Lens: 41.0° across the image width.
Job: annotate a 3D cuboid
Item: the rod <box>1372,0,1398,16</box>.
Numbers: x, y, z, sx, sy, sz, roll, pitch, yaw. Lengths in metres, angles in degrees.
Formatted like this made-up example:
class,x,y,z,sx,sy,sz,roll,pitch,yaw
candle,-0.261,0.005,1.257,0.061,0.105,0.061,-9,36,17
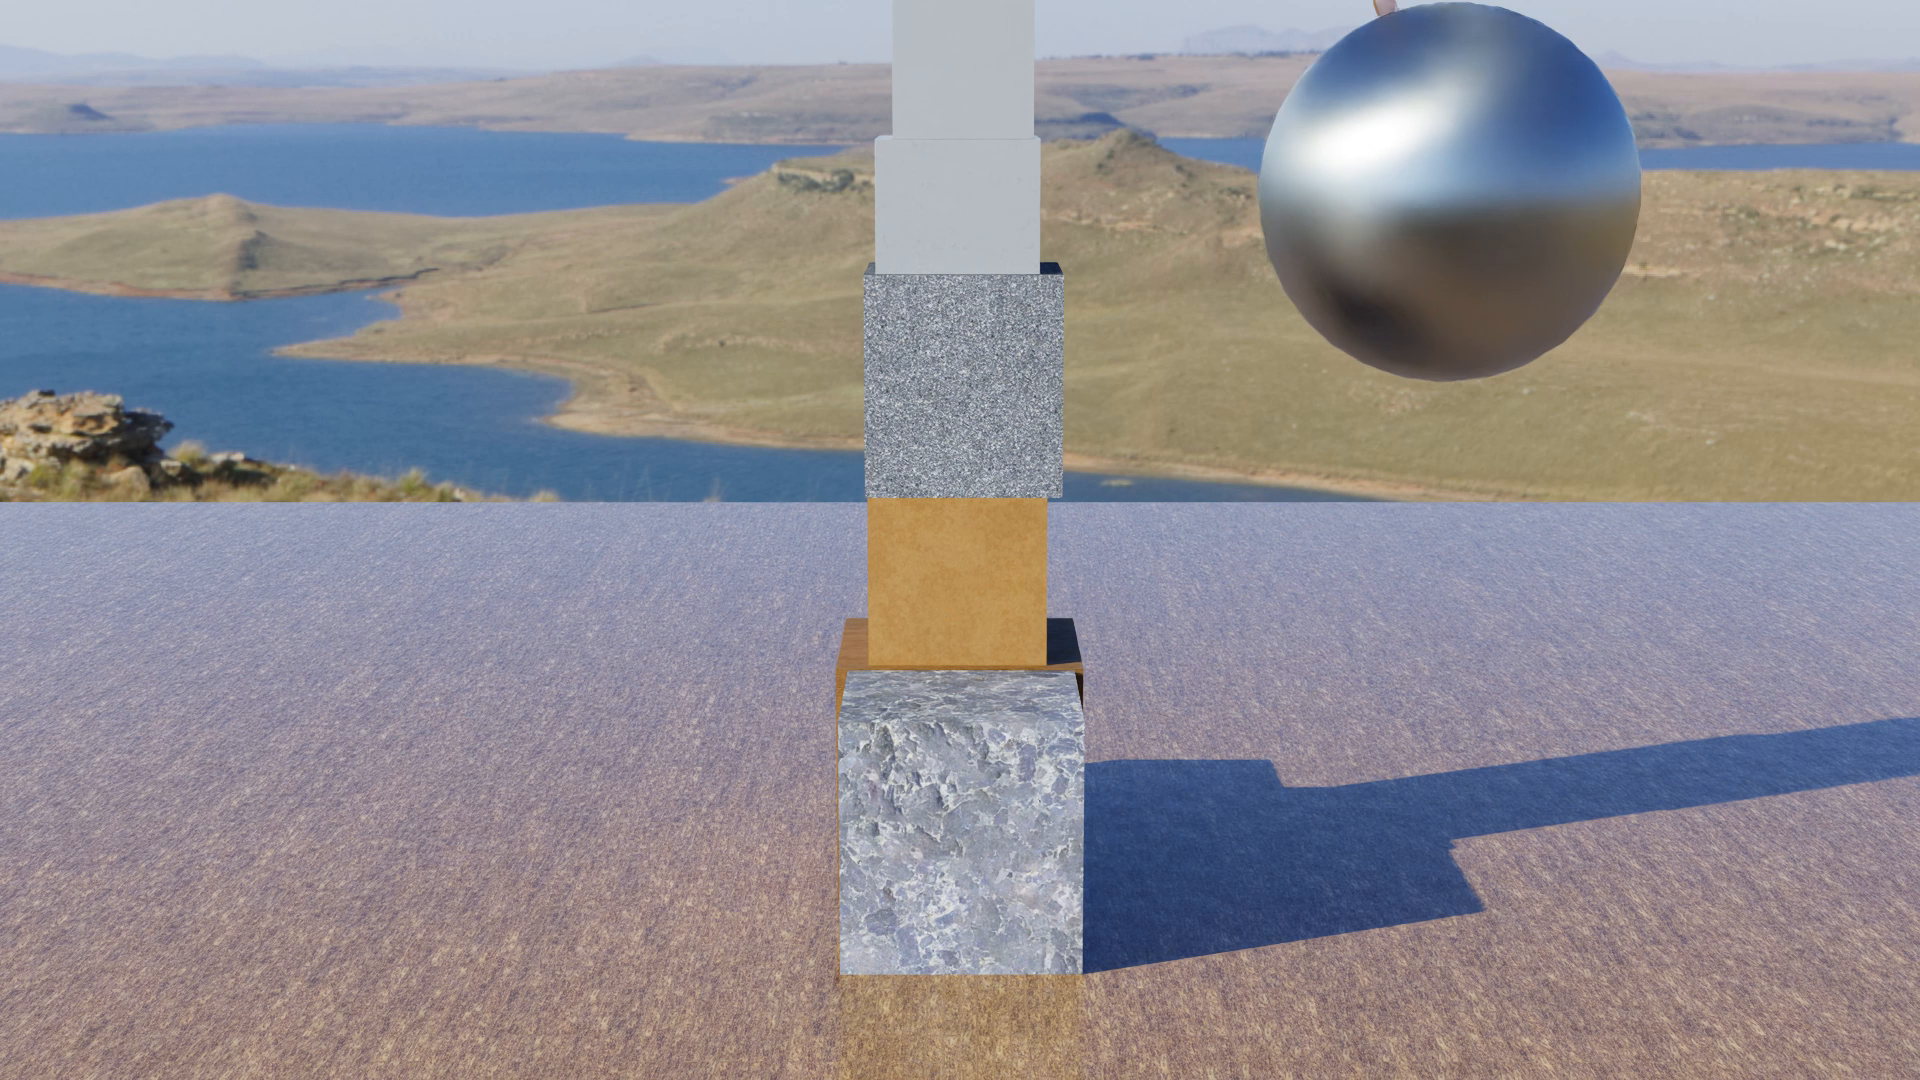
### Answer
class,x,y,z,sx,sy,sz,roll,pitch,yaw
rod,0.899,-4.612,10.342,0.080,5.200,0.080,-20,10,4

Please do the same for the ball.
class,x,y,z,sx,sy,sz,roll,pitch,yaw
ball,2.074,-1.474,10.912,1.600,1.600,1.600,0,10,0

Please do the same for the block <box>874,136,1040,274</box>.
class,x,y,z,sx,sy,sz,roll,pitch,yaw
block,-0.009,-1.434,10.920,0.683,0.555,0.625,0,10,0

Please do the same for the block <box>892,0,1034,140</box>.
class,x,y,z,sx,sy,sz,roll,pitch,yaw
block,0.013,-1.996,10.817,0.582,0.589,0.630,0,10,0

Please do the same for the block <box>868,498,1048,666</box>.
class,x,y,z,sx,sy,sz,roll,pitch,yaw
block,-0.011,0.110,11.200,0.755,0.720,0.755,0,10,0

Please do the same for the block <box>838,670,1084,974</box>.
class,x,y,z,sx,sy,sz,roll,pitch,yaw
block,0.005,1.133,10.473,0.957,1.024,0.884,0,10,0

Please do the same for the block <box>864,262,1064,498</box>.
class,x,y,z,sx,sy,sz,roll,pitch,yaw
block,0.016,-0.702,11.053,0.829,0.932,0.745,0,10,0

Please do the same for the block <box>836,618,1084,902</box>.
class,x,y,z,sx,sy,sz,roll,pitch,yaw
block,-0.002,0.958,11.425,1.045,1.028,1.032,0,10,0
